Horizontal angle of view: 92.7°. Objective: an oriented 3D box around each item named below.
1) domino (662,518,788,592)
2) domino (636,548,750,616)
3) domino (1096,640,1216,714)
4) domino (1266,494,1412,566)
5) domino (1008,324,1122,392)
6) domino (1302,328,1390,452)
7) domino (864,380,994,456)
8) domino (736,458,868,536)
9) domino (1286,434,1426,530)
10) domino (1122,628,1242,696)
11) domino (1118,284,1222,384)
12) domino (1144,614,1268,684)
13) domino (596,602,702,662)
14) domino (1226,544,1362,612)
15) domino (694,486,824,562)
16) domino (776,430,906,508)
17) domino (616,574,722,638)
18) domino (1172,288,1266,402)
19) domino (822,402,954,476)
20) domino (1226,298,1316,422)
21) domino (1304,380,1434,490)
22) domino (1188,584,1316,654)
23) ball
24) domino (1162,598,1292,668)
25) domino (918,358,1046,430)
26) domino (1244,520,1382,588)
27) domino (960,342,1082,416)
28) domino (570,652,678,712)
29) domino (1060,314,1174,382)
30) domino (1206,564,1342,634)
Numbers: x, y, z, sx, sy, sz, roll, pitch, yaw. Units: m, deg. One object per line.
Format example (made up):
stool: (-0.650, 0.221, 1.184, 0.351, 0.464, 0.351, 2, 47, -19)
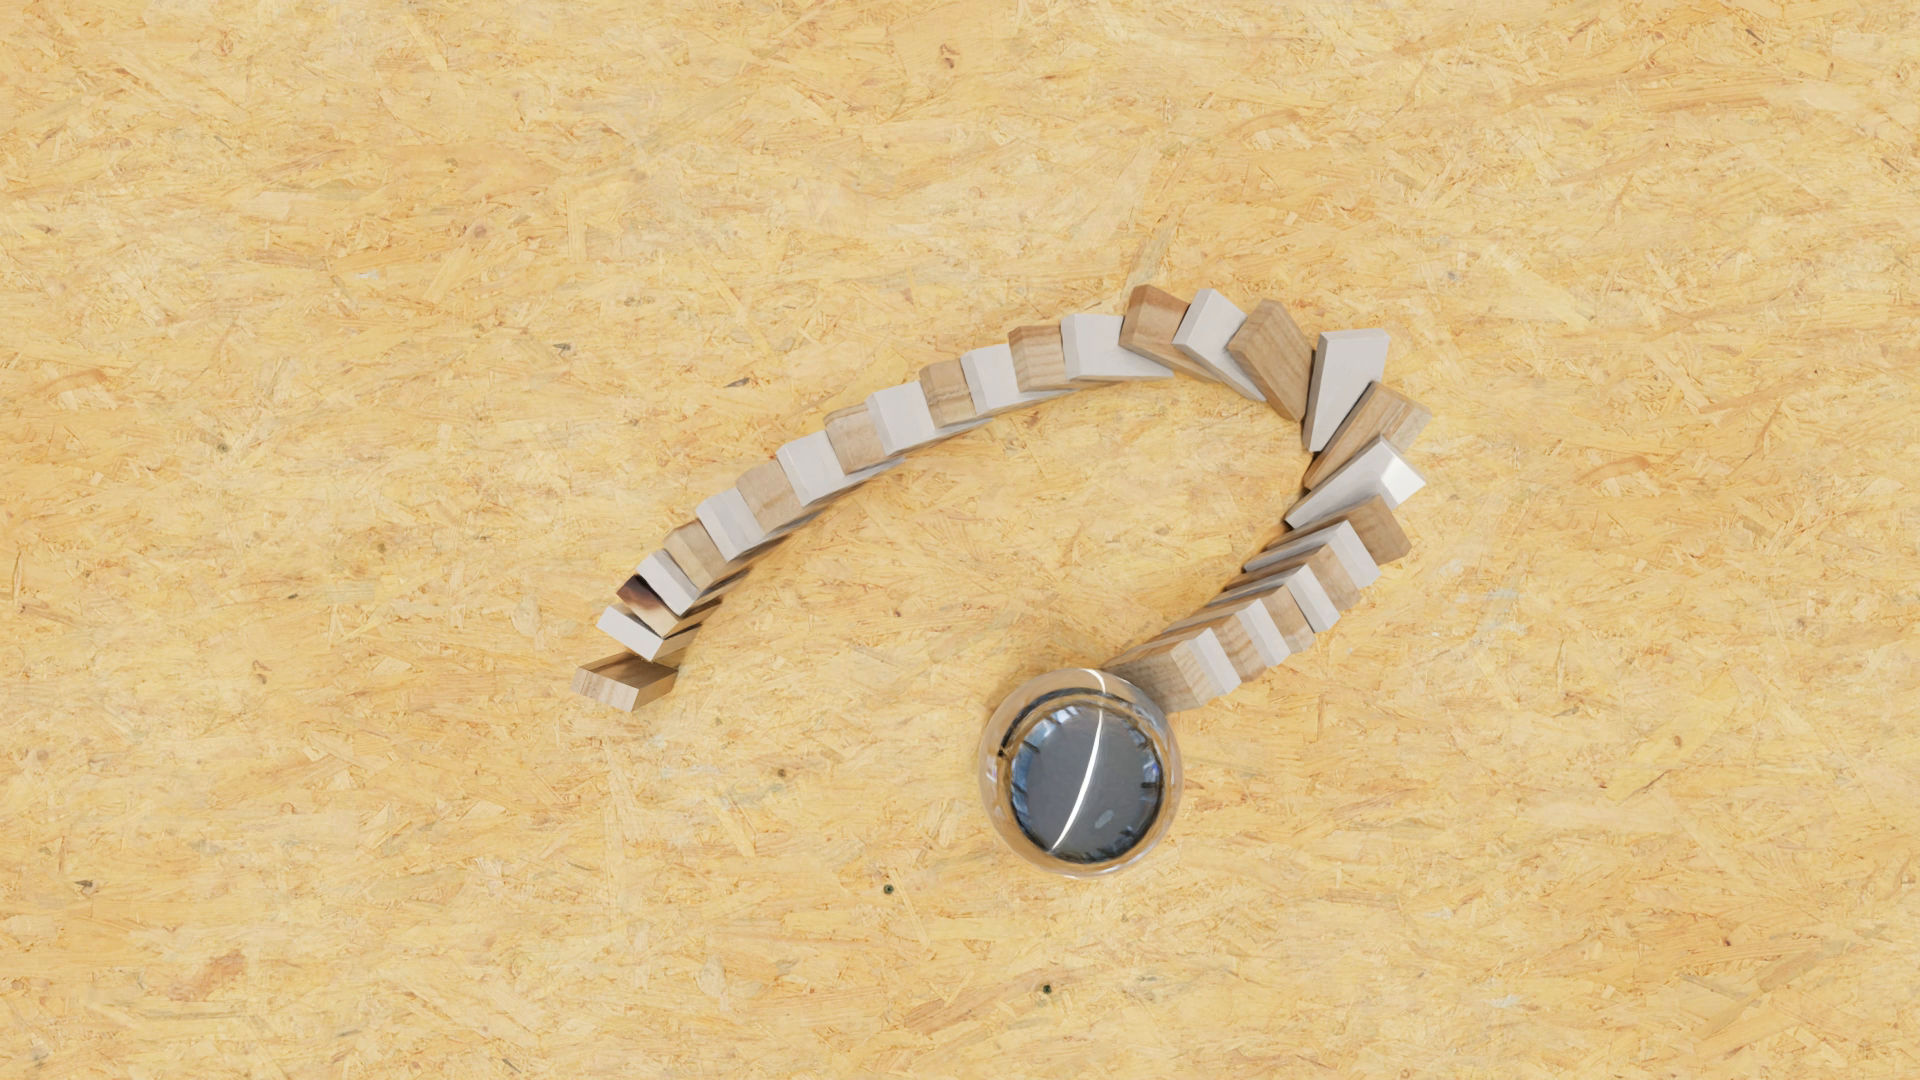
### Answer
domino: (-0.095, 0.000, 0.376, 0.010, 0.050, 0.025, -38, 90, 31)
domino: (-0.108, 0.013, 0.375, 0.009, 0.050, 0.025, -41, 90, 17)
domino: (0.079, 0.058, 0.376, 0.010, 0.050, 0.025, -30, 90, -32)
domino: (0.156, 0.003, 0.378, 0.010, 0.050, 0.025, -33, 91, -43)
domino: (0.045, -0.076, 0.383, 0.050, 0.010, 0.025, -9, 87, -30)
domino: (0.160, -0.062, 0.382, 0.025, 0.009, 0.050, -4, 124, 0)
domino: (-0.012, -0.054, 0.383, 0.050, 0.009, 0.025, -21, 90, -31)
domino: (-0.065, -0.024, 0.381, 0.050, 0.009, 0.025, -30, 90, -39)
domino: (0.164, -0.017, 0.383, 0.025, 0.009, 0.050, 43, 123, 0)
domino: (0.089, 0.053, 0.376, 0.009, 0.050, 0.025, -30, 90, -32)
domino: (0.092, -0.086, 0.384, 0.050, 0.009, 0.025, 16, 90, -28)
domino: (0.099, 0.048, 0.376, 0.010, 0.050, 0.025, -30, 90, -32)
domino: (-0.126, 0.035, 0.375, 0.025, 0.050, 0.009, 33, 91, 0)
domino: (0.136, 0.021, 0.376, 0.009, 0.050, 0.025, -33, 90, -33)
domino: (-0.082, -0.012, 0.378, 0.009, 0.050, 0.025, -32, 90, 41)
domino: (-0.049, -0.035, 0.382, 0.050, 0.010, 0.025, -27, 90, -36)
domino: (-0.117, 0.024, 0.375, 0.025, 0.050, 0.010, 45, 97, 0)
domino: (0.114, -0.081, 0.384, 0.050, 0.009, 0.025, 27, 90, -28)
domino: (-0.030, -0.047, 0.383, 0.050, 0.009, 0.025, -22, 90, -31)
domino: (0.134, -0.074, 0.382, 0.050, 0.010, 0.025, 37, 89, -35)
domino: (0.169, -0.038, 0.382, 0.025, 0.009, 0.050, 26, 124, 0)
domino: (0.118, 0.037, 0.376, 0.010, 0.050, 0.025, -30, 90, -32)
ball: (0.047, 0.091, 0.360, 0.080, 0.080, 0.080, 0, 90, 0)
domino: (0.108, 0.042, 0.376, 0.009, 0.050, 0.025, -30, 90, -32)
domino: (0.010, -0.064, 0.384, 0.050, 0.009, 0.025, -17, 90, -28)
domino: (0.143, 0.012, 0.376, 0.010, 0.050, 0.025, -33, 90, -33)
domino: (0.026, -0.070, 0.382, 0.050, 0.010, 0.025, -17, 90, -30)
domino: (-0.136, 0.057, 0.375, 0.025, 0.050, 0.009, 20, 90, 0)
domino: (0.066, -0.080, 0.383, 0.050, 0.010, 0.025, -5, 88, -30)
domino: (0.127, 0.029, 0.376, 0.009, 0.050, 0.025, -33, 90, -33)
